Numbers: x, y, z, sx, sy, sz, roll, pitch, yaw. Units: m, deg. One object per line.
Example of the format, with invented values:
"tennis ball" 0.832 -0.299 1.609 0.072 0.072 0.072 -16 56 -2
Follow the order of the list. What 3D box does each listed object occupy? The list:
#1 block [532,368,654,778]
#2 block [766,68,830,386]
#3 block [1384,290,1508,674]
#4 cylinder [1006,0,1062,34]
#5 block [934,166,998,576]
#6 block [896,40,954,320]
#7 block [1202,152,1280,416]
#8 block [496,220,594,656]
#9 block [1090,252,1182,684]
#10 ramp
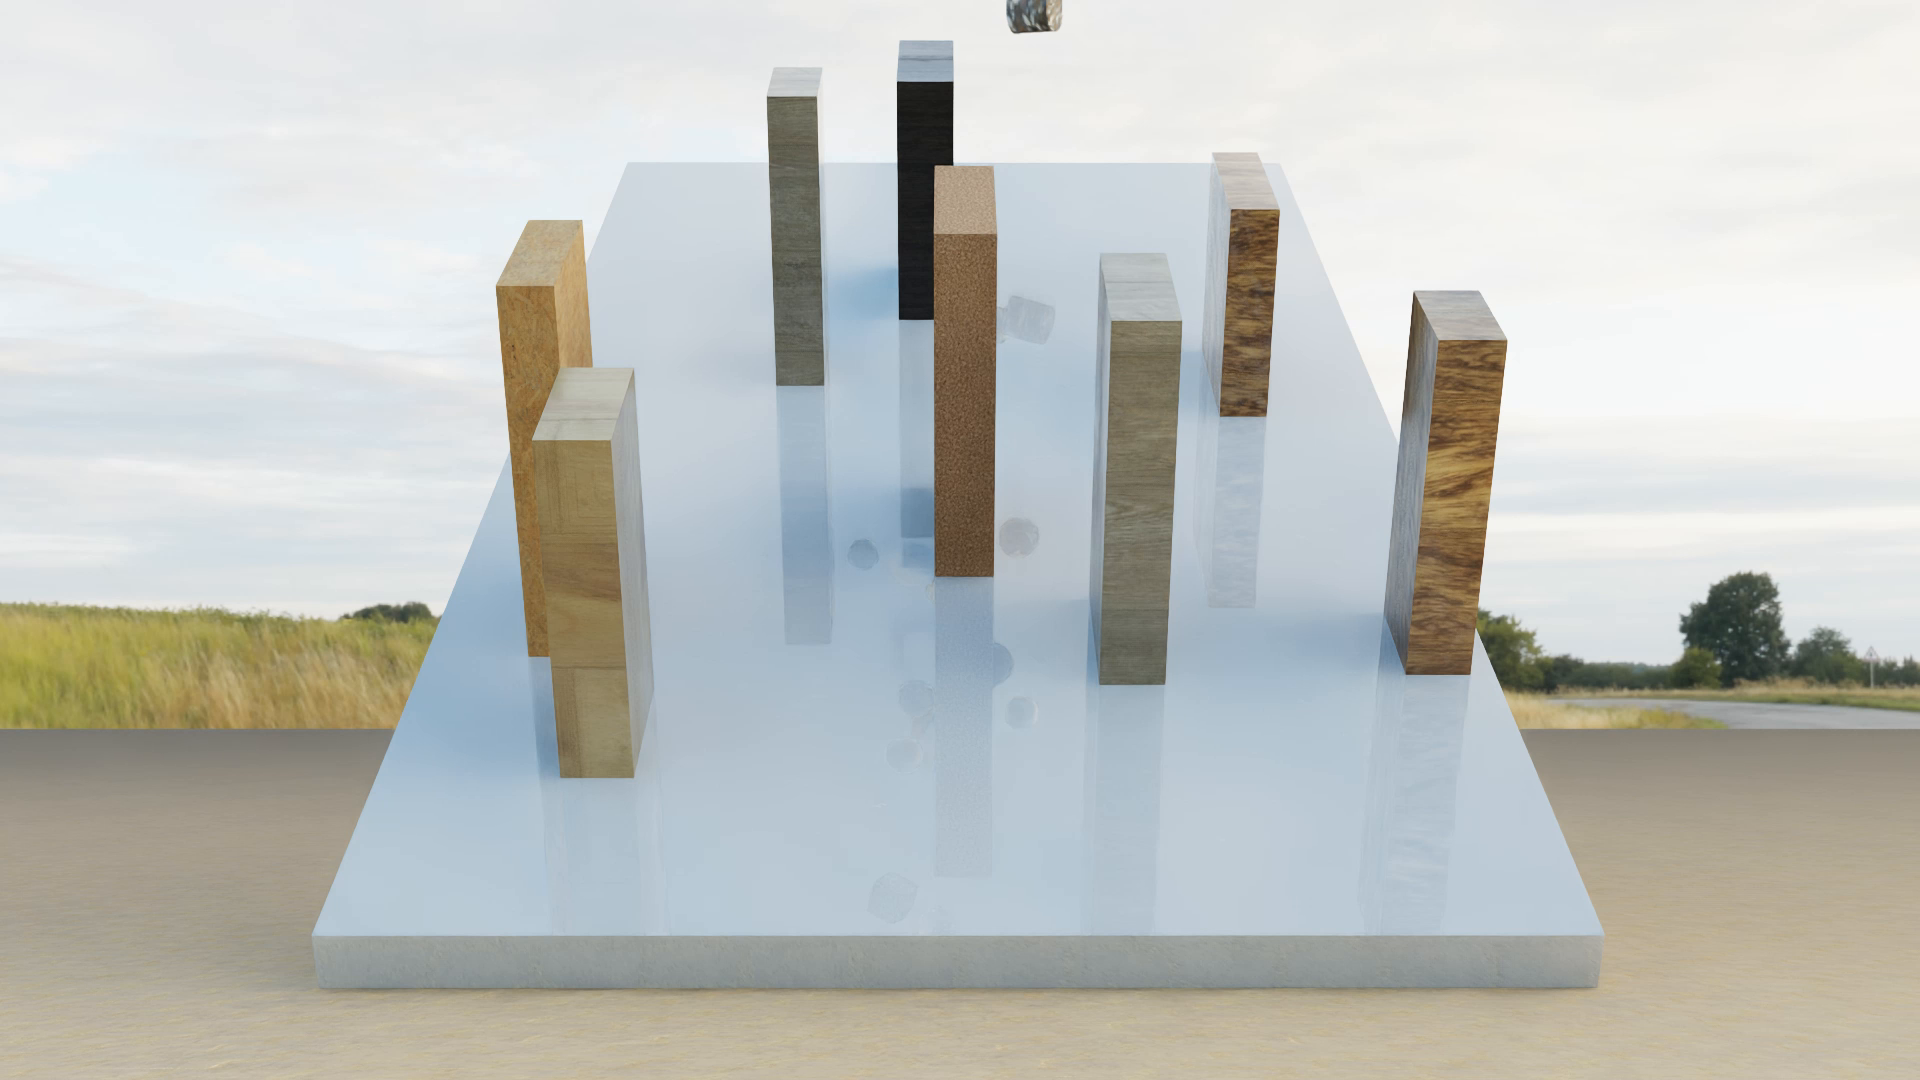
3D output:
"block" -0.623 0.056 4.052 0.126 0.634 0.309 0 26 0
"block" -0.381 -0.740 5.589 0.115 0.705 0.251 0 26 0
"block" 0.888 -0.103 4.348 0.120 0.666 0.248 0 26 0
"cylinder" 0.222 -1.577 7.030 0.130 0.130 0.130 3 -3 24
"block" 0.009 -0.344 4.770 0.119 0.721 0.427 0 26 0
"block" -0.087 -0.928 6.070 0.140 0.619 0.399 0 26 0
"block" 0.656 -0.606 5.553 0.110 0.502 0.430 0 26 0
"block" -0.760 -0.191 4.435 0.102 0.739 0.360 0 26 0
"block" 0.318 -0.131 4.346 0.122 0.715 0.349 0 26 0
"ramp" -0.010 -0.228 5.463 2.000 0.100 4.000 0 26 0
